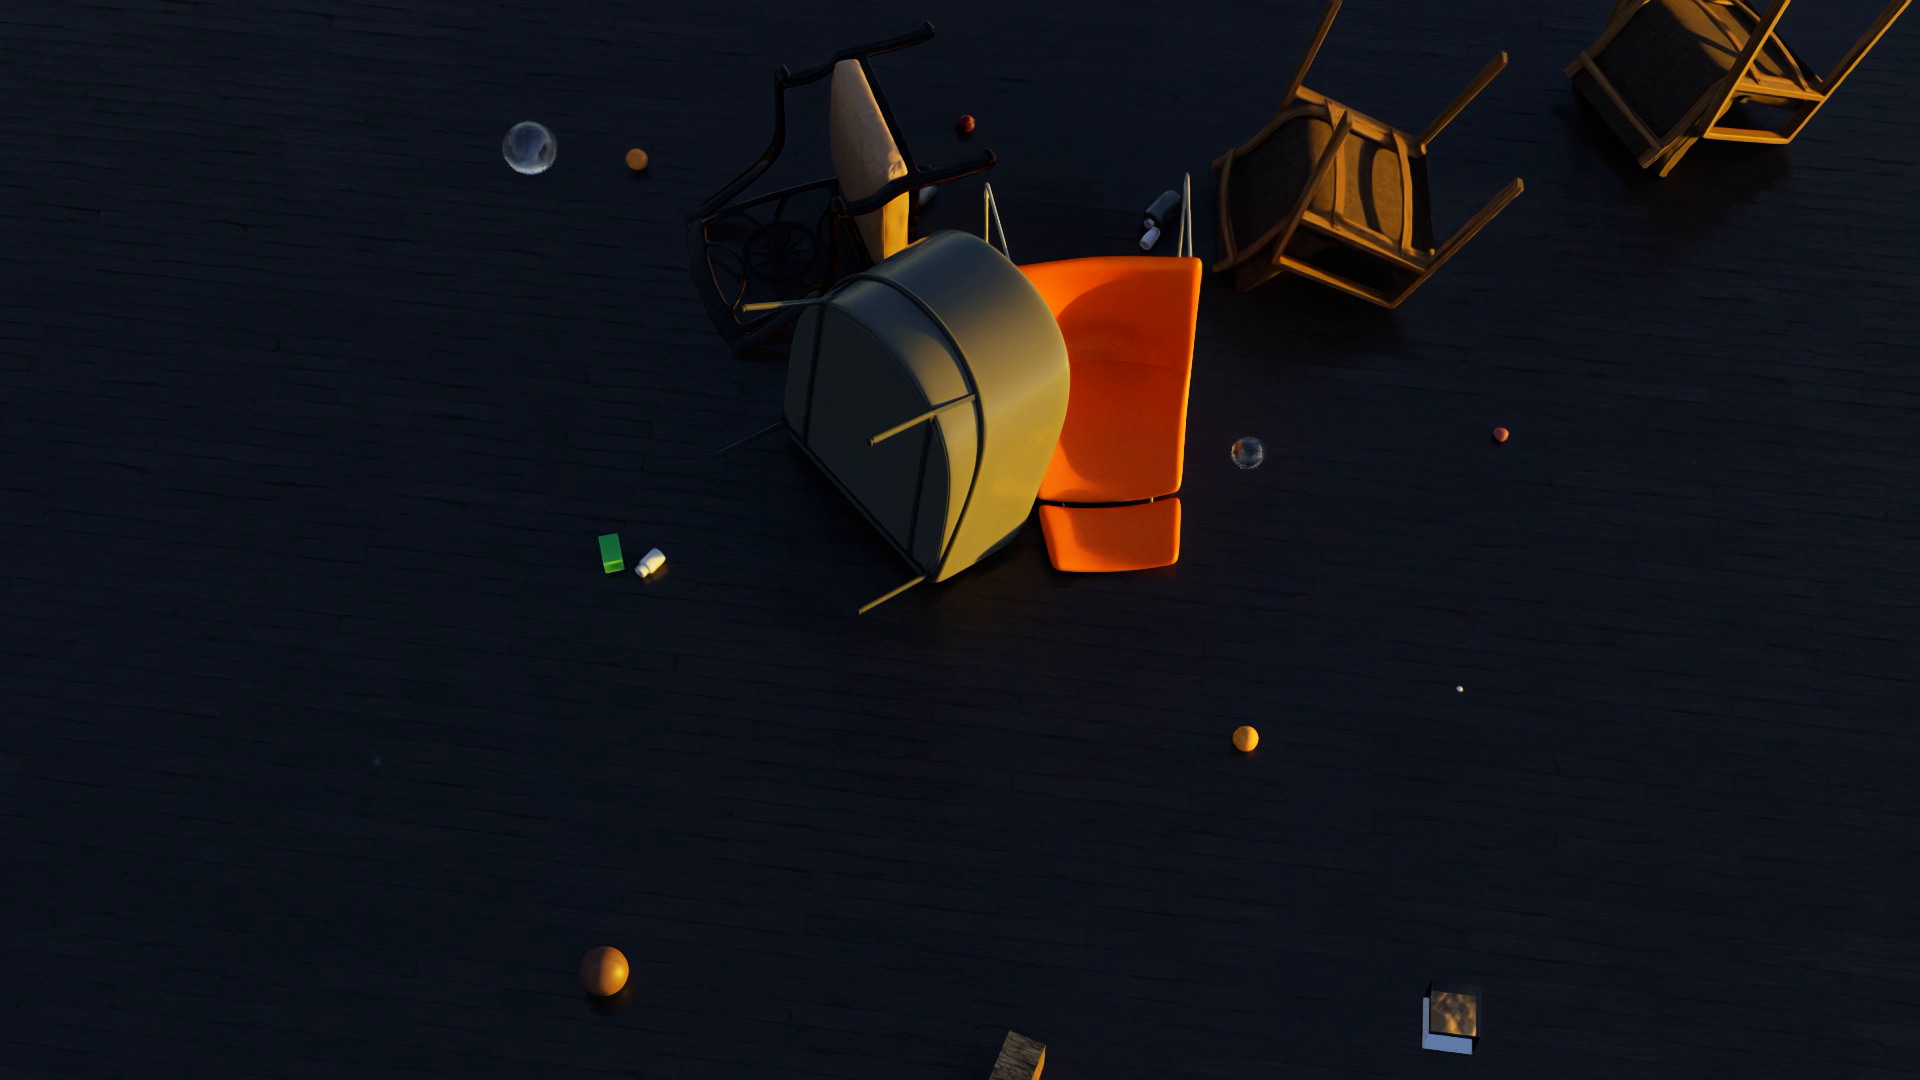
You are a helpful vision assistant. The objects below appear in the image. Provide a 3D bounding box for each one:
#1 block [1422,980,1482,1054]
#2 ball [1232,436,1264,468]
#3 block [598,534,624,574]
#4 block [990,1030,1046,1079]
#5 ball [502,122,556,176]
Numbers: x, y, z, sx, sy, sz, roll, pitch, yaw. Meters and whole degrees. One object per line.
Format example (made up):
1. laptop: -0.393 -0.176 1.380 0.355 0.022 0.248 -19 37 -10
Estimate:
1. block: 1.269 1.231 5.675 0.128 0.122 0.141 7 56 4
2. ball: 0.878 -0.266 6.693 0.099 0.099 0.099 0 56 0
3. block: -1.032 0.039 6.515 0.058 0.055 0.097 -12 57 -8
4. block: 0.127 1.386 5.551 0.098 0.154 0.231 19 58 12
5. ball: -1.437 -1.309 7.345 0.177 0.177 0.177 0 56 0
